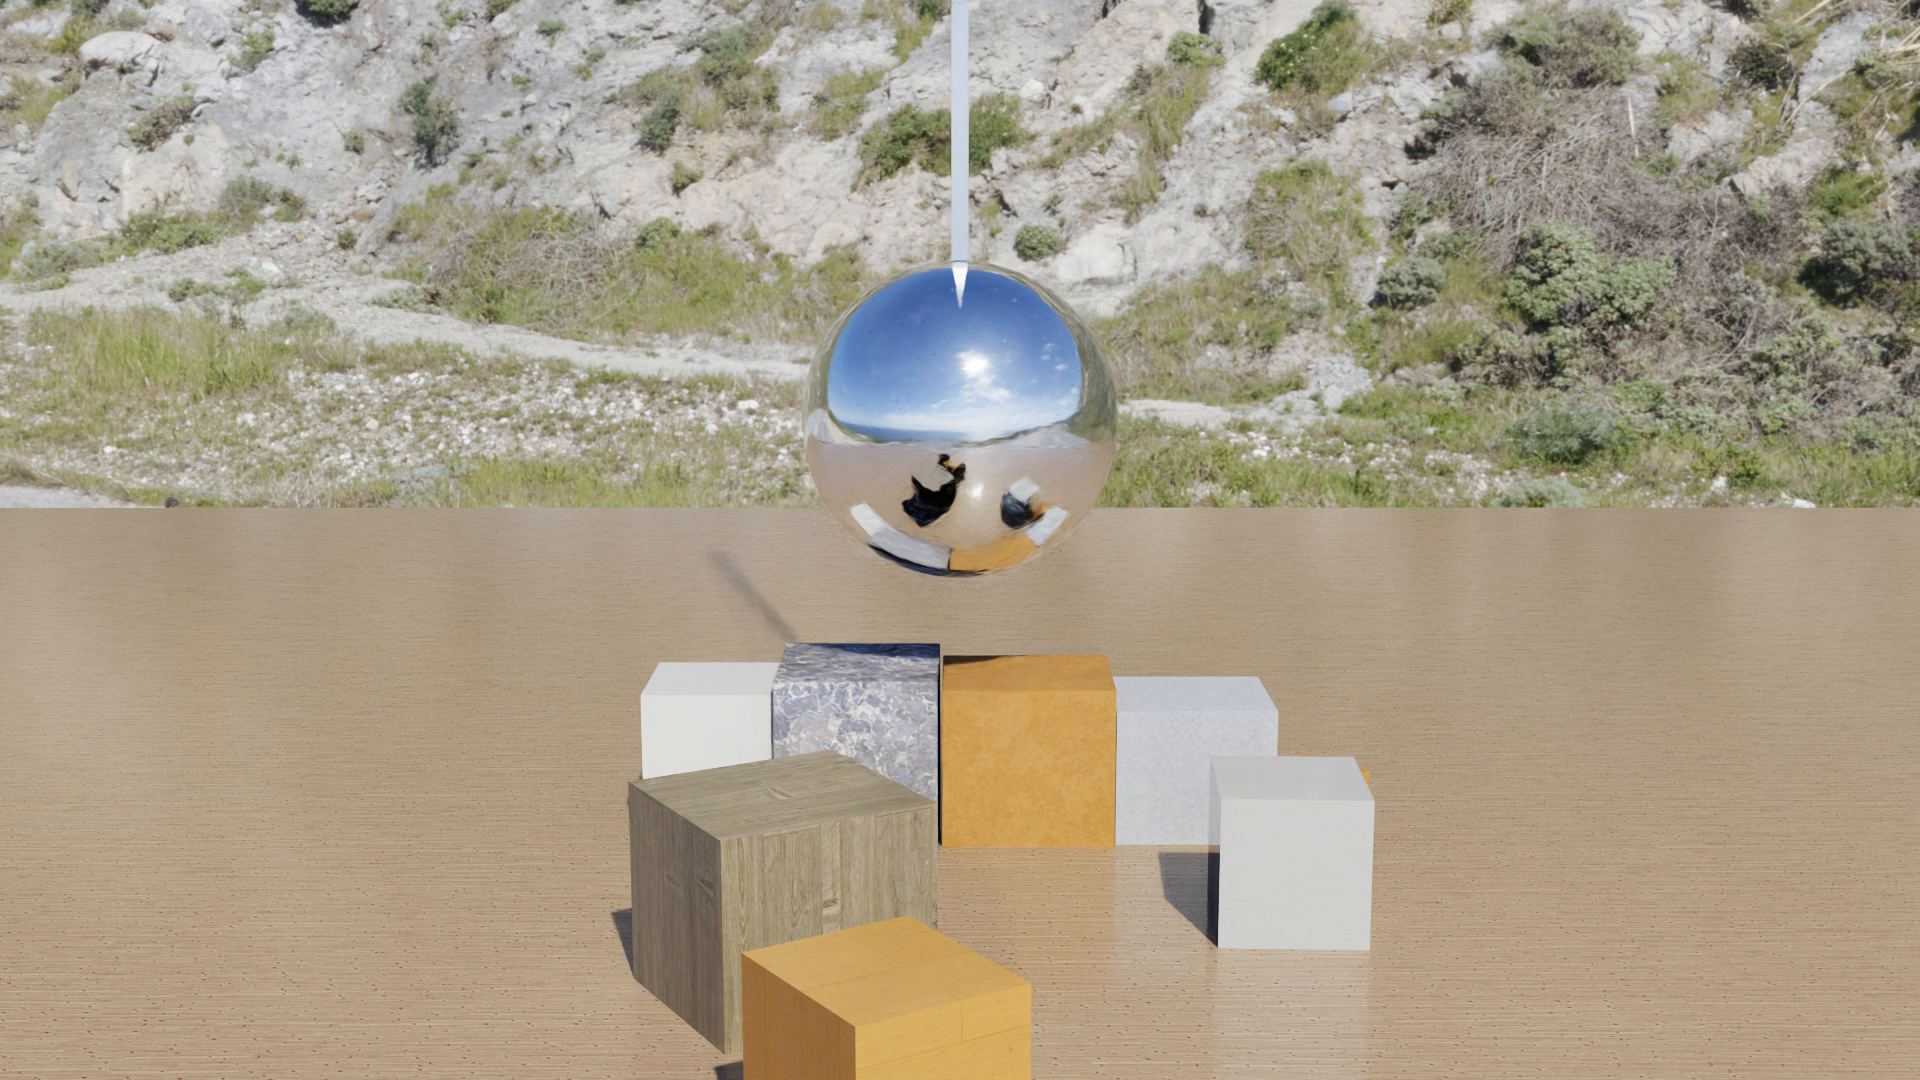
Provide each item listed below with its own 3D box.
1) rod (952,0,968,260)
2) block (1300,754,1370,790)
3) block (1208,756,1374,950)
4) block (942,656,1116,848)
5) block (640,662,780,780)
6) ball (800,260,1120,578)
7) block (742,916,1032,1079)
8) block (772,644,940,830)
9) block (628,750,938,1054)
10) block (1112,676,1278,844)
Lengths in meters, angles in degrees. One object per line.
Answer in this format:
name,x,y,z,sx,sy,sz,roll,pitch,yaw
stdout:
rod,0.000,-3.949,10.467,0.080,5.200,0.080,0,10,0
block,1.750,1.348,10.940,0.374,0.433,0.410,-9,14,-41
block,1.482,1.402,9.949,0.663,0.681,0.692,0,10,2
block,0.344,1.079,11.370,0.866,0.809,0.770,0,10,0
block,-1.258,1.095,11.362,0.665,0.781,0.703,0,10,0
ball,0.000,-0.605,11.081,1.600,1.600,1.600,0,10,0
block,-0.260,1.814,7.563,0.683,0.725,0.779,-7,12,-33
block,-0.514,1.052,11.347,0.813,0.870,0.852,0,10,0
block,-0.738,1.461,9.104,0.956,0.867,0.923,-6,12,-30
block,1.185,1.132,11.404,0.807,0.692,0.727,0,10,0
